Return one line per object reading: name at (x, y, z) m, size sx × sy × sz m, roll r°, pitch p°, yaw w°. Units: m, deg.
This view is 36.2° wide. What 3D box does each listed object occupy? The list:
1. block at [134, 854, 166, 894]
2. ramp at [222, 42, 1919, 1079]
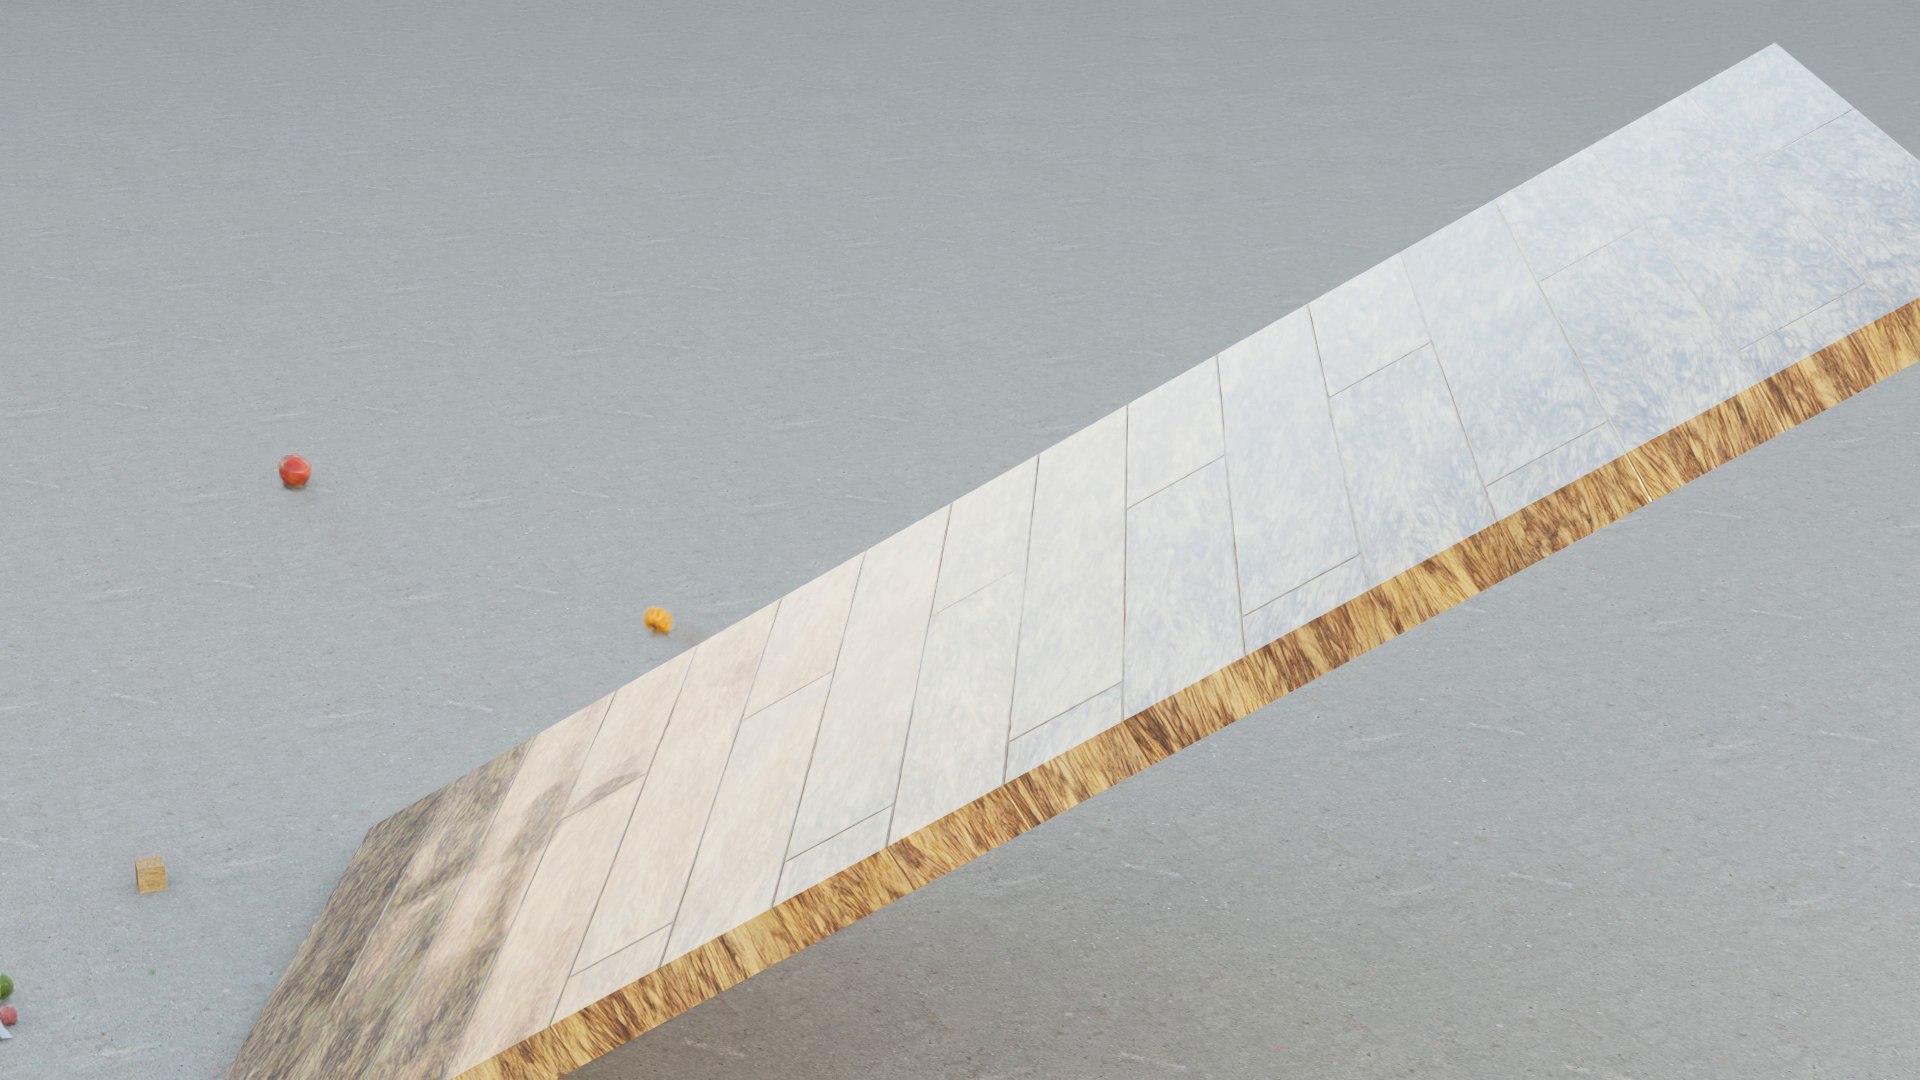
block at (-2.066, 0.853, 7.507) m, size 0.068 × 0.068 × 0.068 m, roll -7°, pitch 20°, yaw -20°
ramp at (0.142, 0.168, 6.287) m, size 4.000 × 0.100 × 2.000 m, roll -29°, pitch 15°, yaw 12°
